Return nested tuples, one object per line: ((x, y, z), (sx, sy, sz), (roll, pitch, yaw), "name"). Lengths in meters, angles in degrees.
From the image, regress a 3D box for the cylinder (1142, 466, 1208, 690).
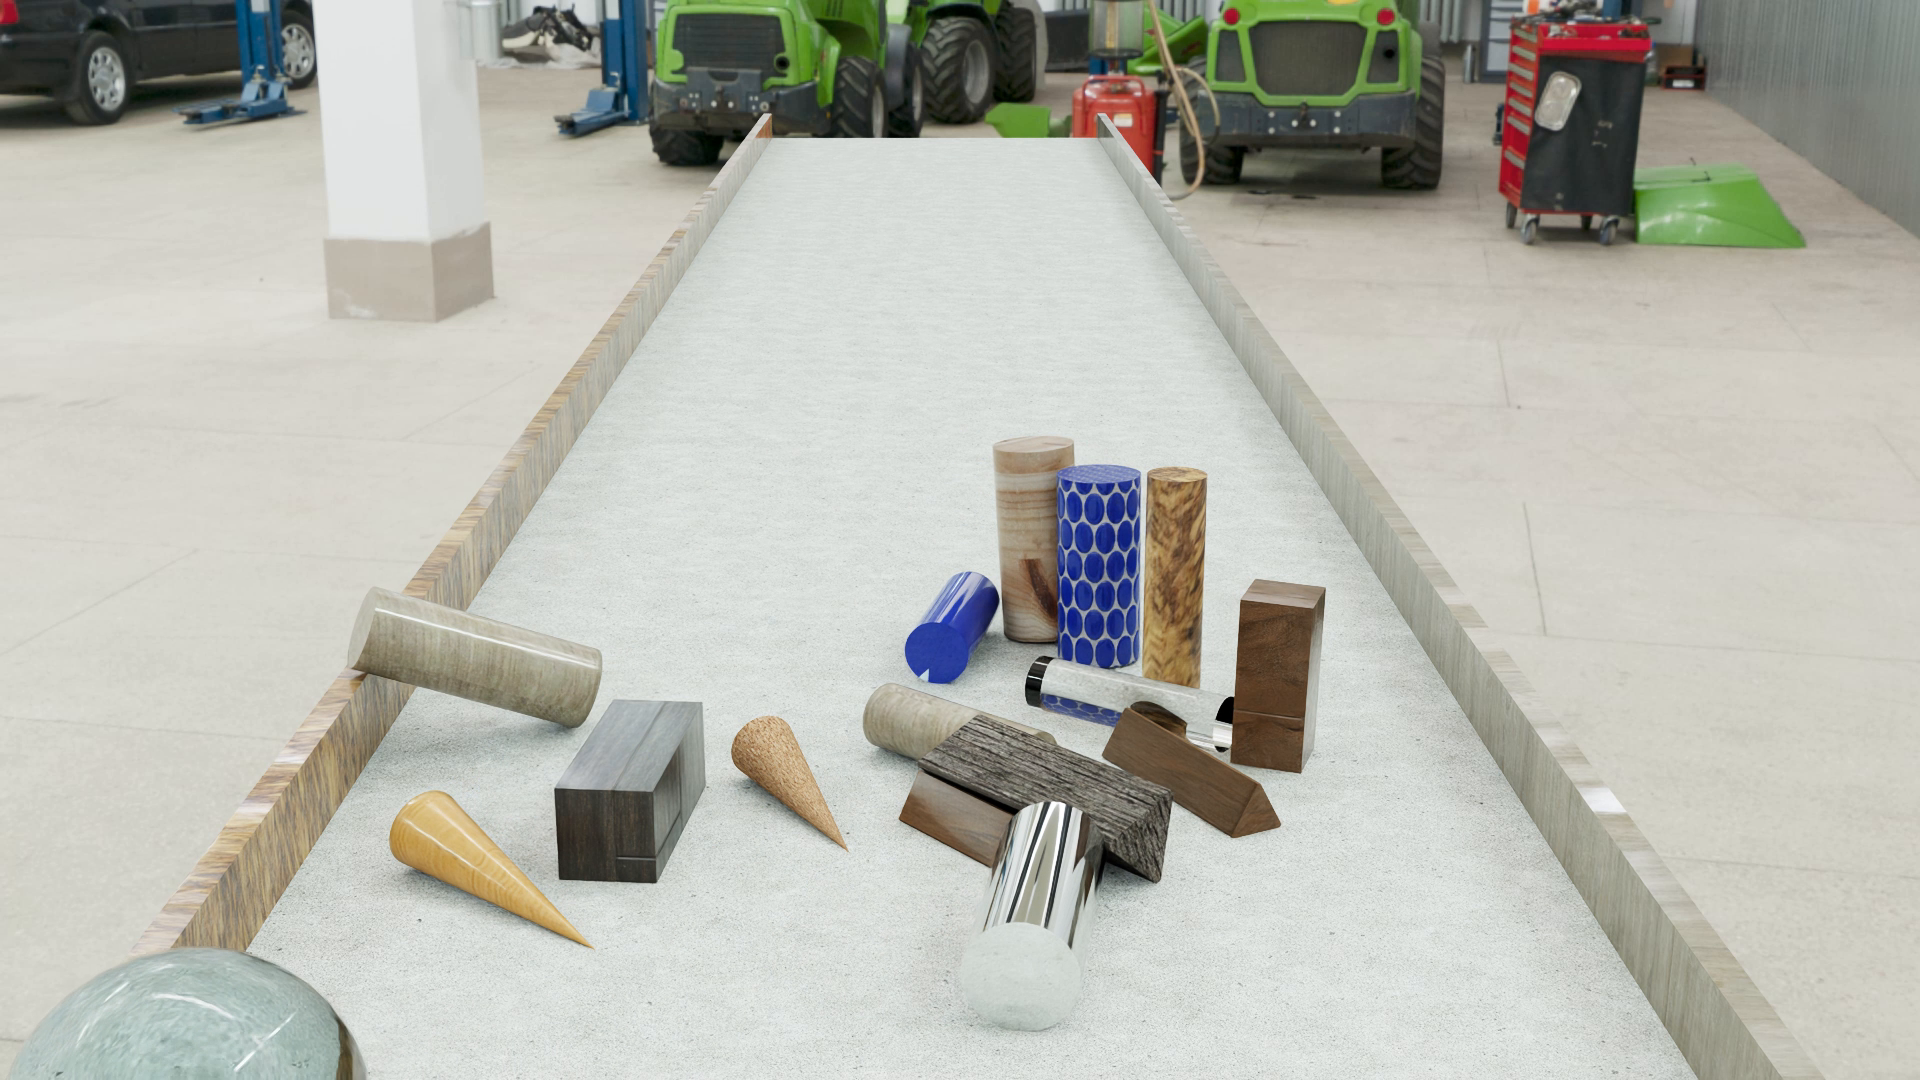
((0.400, 0.095, 4.115), (0.111, 0.451, 0.111), (0, 17, 0), "cylinder")

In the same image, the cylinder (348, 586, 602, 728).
((-0.873, 0.214, 3.972), (0.424, 0.151, 0.151), (18, 8, -25), "cylinder")

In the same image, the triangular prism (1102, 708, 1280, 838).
((0.392, 0.388, 3.764), (0.098, 0.085, 0.397), (-9, 19, -28), "triangular prism")

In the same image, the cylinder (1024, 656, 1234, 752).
((0.313, 0.299, 4.039), (0.393, 0.103, 0.103), (11, 20, 32), "cylinder")

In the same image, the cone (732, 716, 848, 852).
((-0.260, 0.430, 3.678), (0.116, 0.116, 0.365), (-8, 28, -26), "cone")

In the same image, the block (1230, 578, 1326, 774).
((0.562, 0.239, 3.883), (0.127, 0.305, 0.127), (7, 18, 18), "block")

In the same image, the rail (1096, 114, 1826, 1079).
((0.932, -0.844, 7.801), (0.050, 0.150, 12.000), (0, 17, -1), "rail")

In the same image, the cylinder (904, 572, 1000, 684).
((-0.012, 0.172, 4.425), (0.127, 0.127, 0.335), (3, 17, 11), "cylinder")

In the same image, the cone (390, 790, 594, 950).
((-0.689, 0.527, 3.343), (0.436, 0.128, 0.128), (25, 28, 37), "cone")

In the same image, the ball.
((-0.837, 0.641, 2.381), (0.393, 0.393, 0.393), (0, 17, 0), "ball")

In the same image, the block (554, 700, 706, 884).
((-0.533, 0.404, 3.597), (0.155, 0.155, 0.389), (1, 17, 5), "block")

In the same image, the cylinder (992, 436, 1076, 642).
((0.161, -0.004, 4.523), (0.167, 0.396, 0.167), (-4, 14, 1), "cylinder")

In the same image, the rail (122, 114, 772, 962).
((-1.118, -0.838, 7.780), (0.050, 0.150, 12.000), (0, 17, -1), "rail")

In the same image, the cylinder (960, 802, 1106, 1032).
((0.111, 0.531, 3.154), (0.163, 0.163, 0.407), (2, 17, 8), "cylinder")

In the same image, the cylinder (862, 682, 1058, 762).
((-0.002, 0.349, 3.847), (0.357, 0.118, 0.118), (14, 22, 40), "cylinder")

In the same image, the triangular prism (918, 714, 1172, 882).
((0.151, 0.397, 3.547), (0.440, 0.130, 0.150), (17, -16, 45), "triangular prism")

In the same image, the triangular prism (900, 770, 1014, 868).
((0.052, 0.462, 3.529), (0.091, 0.079, 0.379), (-13, 21, -37), "triangular prism")

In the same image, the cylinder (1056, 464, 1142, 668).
((0.277, 0.050, 4.389), (0.167, 0.375, 0.167), (-1, 15, 0), "cylinder")
